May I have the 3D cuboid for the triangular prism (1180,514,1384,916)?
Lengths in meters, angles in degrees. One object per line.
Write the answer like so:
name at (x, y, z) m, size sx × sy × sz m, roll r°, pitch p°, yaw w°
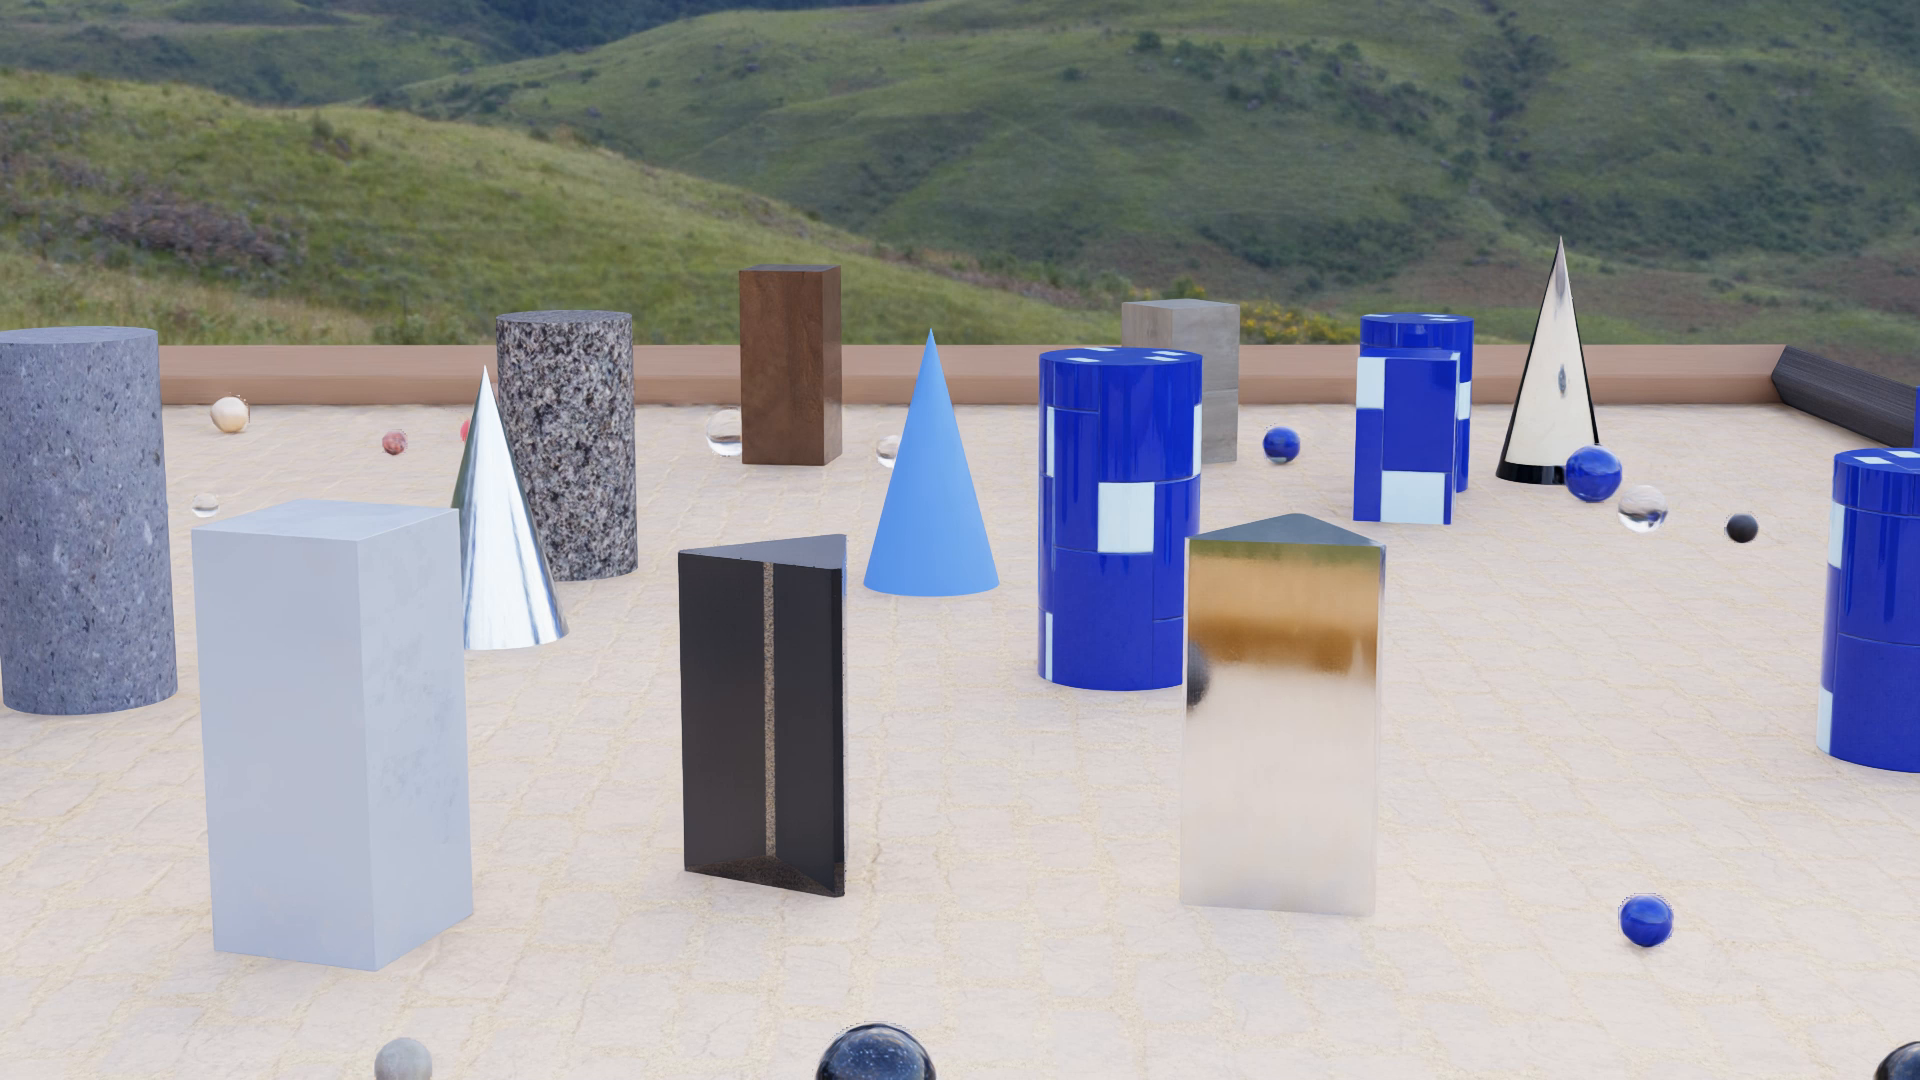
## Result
triangular prism at (0.290, 0.149, 2.278) m, size 0.168 × 0.326 × 0.146 m, roll 2°, pitch 11°, yaw 12°

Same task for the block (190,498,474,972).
block at (-0.522, 0.158, 2.149) m, size 0.155 × 0.357 × 0.155 m, roll 4°, pitch 11°, yaw 19°

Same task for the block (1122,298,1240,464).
block at (0.407, -0.294, 4.763) m, size 0.155 × 0.290 × 0.155 m, roll -7°, pitch 12°, yaw -32°

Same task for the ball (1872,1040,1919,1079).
ball at (0.655, 0.377, 1.732) m, size 0.077 × 0.077 × 0.077 m, roll 0°, pitch 11°, yaw 0°

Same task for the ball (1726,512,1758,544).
ball at (1.203, -0.019, 3.946) m, size 0.047 × 0.047 × 0.047 m, roll 0°, pitch 11°, yaw 0°

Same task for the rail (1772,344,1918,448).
rail at (1.780, 0.031, 3.459) m, size 0.045 × 0.126 × 4.284 m, roll 0°, pitch 11°, yaw 0°

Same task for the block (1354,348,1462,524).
block at (0.728, -0.171, 4.174) m, size 0.155 × 0.263 × 0.155 m, roll 2°, pitch 11°, yaw 13°

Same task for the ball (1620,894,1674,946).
ball at (0.573, 0.318, 2.143) m, size 0.043 × 0.043 × 0.043 m, roll 0°, pitch 11°, yaw 0°

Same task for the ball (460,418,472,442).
ball at (-0.938, -0.208, 4.952) m, size 0.053 × 0.053 × 0.053 m, roll 0°, pitch 11°, yaw 0°

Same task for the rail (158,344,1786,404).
rail at (-0.012, -0.354, 5.532) m, size 3.607 × 0.126 × 0.045 m, roll 0°, pitch 11°, yaw 0°

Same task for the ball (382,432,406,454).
ball at (-1.066, -0.183, 4.836) m, size 0.045 × 0.045 × 0.045 m, roll 0°, pitch 11°, yaw 0°

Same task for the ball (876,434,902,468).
ball at (-0.122, -0.161, 4.673) m, size 0.061 × 0.061 × 0.061 m, roll 0°, pitch 11°, yaw 0°

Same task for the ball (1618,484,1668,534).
ball at (1.073, -0.049, 4.030) m, size 0.076 × 0.076 × 0.076 m, roll 0°, pitch 11°, yaw 0°

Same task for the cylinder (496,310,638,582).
cylinder at (-0.569, -0.140, 3.718) m, size 0.194 × 0.369 × 0.194 m, roll 0°, pitch 11°, yaw 0°

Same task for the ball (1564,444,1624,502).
ball at (1.064, -0.112, 4.309) m, size 0.097 × 0.097 × 0.097 m, roll 0°, pitch 11°, yaw 0°

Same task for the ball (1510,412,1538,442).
ball at (1.101, -0.220, 5.007) m, size 0.056 × 0.056 × 0.056 m, roll 0°, pitch 11°, yaw 0°

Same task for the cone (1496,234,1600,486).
cone at (1.055, -0.325, 4.546) m, size 0.194 × 0.431 × 0.194 m, roll 0°, pitch 11°, yaw 0°

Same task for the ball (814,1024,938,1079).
ball at (-0.057, 0.371, 1.741) m, size 0.085 × 0.085 × 0.085 m, roll 0°, pitch 11°, yaw 0°

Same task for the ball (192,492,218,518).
ball at (-1.225, -0.056, 4.162) m, size 0.042 × 0.042 × 0.042 m, roll 0°, pitch 11°, yaw 0°

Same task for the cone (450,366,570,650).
cone at (-0.604, -0.051, 3.294) m, size 0.194 × 0.349 × 0.194 m, roll 0°, pitch 11°, yaw 0°

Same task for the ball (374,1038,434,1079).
ball at (-0.397, 0.377, 1.832) m, size 0.042 × 0.042 × 0.042 m, roll 0°, pitch 11°, yaw 0°

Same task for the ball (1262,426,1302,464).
ball at (0.593, -0.176, 4.728) m, size 0.071 × 0.071 × 0.071 m, roll 0°, pitch 11°, yaw 0°

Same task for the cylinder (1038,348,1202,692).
cylinder at (0.191, -0.029, 3.078) m, size 0.194 × 0.385 × 0.194 m, roll 0°, pitch 11°, yaw 0°

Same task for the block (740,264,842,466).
block at (-0.312, -0.327, 4.758) m, size 0.155 × 0.356 × 0.155 m, roll 2°, pitch 11°, yaw 10°

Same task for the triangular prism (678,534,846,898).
triangular prism at (-0.144, 0.152, 2.346) m, size 0.168 × 0.296 × 0.146 m, roll 6°, pitch 12°, yaw 28°

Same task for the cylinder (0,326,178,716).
cylinder at (-1.016, -0.027, 2.962) m, size 0.194 × 0.422 × 0.194 m, roll 0°, pitch 11°, yaw 0°

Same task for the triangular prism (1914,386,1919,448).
triangular prism at (1.332, -0.048, 3.400) m, size 0.146 × 0.304 × 0.168 m, roll 8°, pitch 13°, yaw 38°

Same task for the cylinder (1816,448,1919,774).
cylinder at (1.022, 0.071, 2.730) m, size 0.194 × 0.314 × 0.194 m, roll 0°, pitch 11°, yaw 0°

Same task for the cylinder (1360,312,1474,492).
cylinder at (0.789, -0.239, 4.456) m, size 0.194 × 0.294 × 0.194 m, roll 0°, pitch 11°, yaw 0°

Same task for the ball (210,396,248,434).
ball at (-1.458, -0.250, 5.122) m, size 0.073 × 0.073 × 0.073 m, roll 0°, pitch 11°, yaw 0°

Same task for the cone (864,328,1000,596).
cone at (-0.041, -0.118, 3.614) m, size 0.194 × 0.364 × 0.194 m, roll 0°, pitch 11°, yaw 0°

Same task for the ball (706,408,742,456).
ball at (-0.431, -0.201, 4.807) m, size 0.089 × 0.089 × 0.089 m, roll 0°, pitch 11°, yaw 0°
